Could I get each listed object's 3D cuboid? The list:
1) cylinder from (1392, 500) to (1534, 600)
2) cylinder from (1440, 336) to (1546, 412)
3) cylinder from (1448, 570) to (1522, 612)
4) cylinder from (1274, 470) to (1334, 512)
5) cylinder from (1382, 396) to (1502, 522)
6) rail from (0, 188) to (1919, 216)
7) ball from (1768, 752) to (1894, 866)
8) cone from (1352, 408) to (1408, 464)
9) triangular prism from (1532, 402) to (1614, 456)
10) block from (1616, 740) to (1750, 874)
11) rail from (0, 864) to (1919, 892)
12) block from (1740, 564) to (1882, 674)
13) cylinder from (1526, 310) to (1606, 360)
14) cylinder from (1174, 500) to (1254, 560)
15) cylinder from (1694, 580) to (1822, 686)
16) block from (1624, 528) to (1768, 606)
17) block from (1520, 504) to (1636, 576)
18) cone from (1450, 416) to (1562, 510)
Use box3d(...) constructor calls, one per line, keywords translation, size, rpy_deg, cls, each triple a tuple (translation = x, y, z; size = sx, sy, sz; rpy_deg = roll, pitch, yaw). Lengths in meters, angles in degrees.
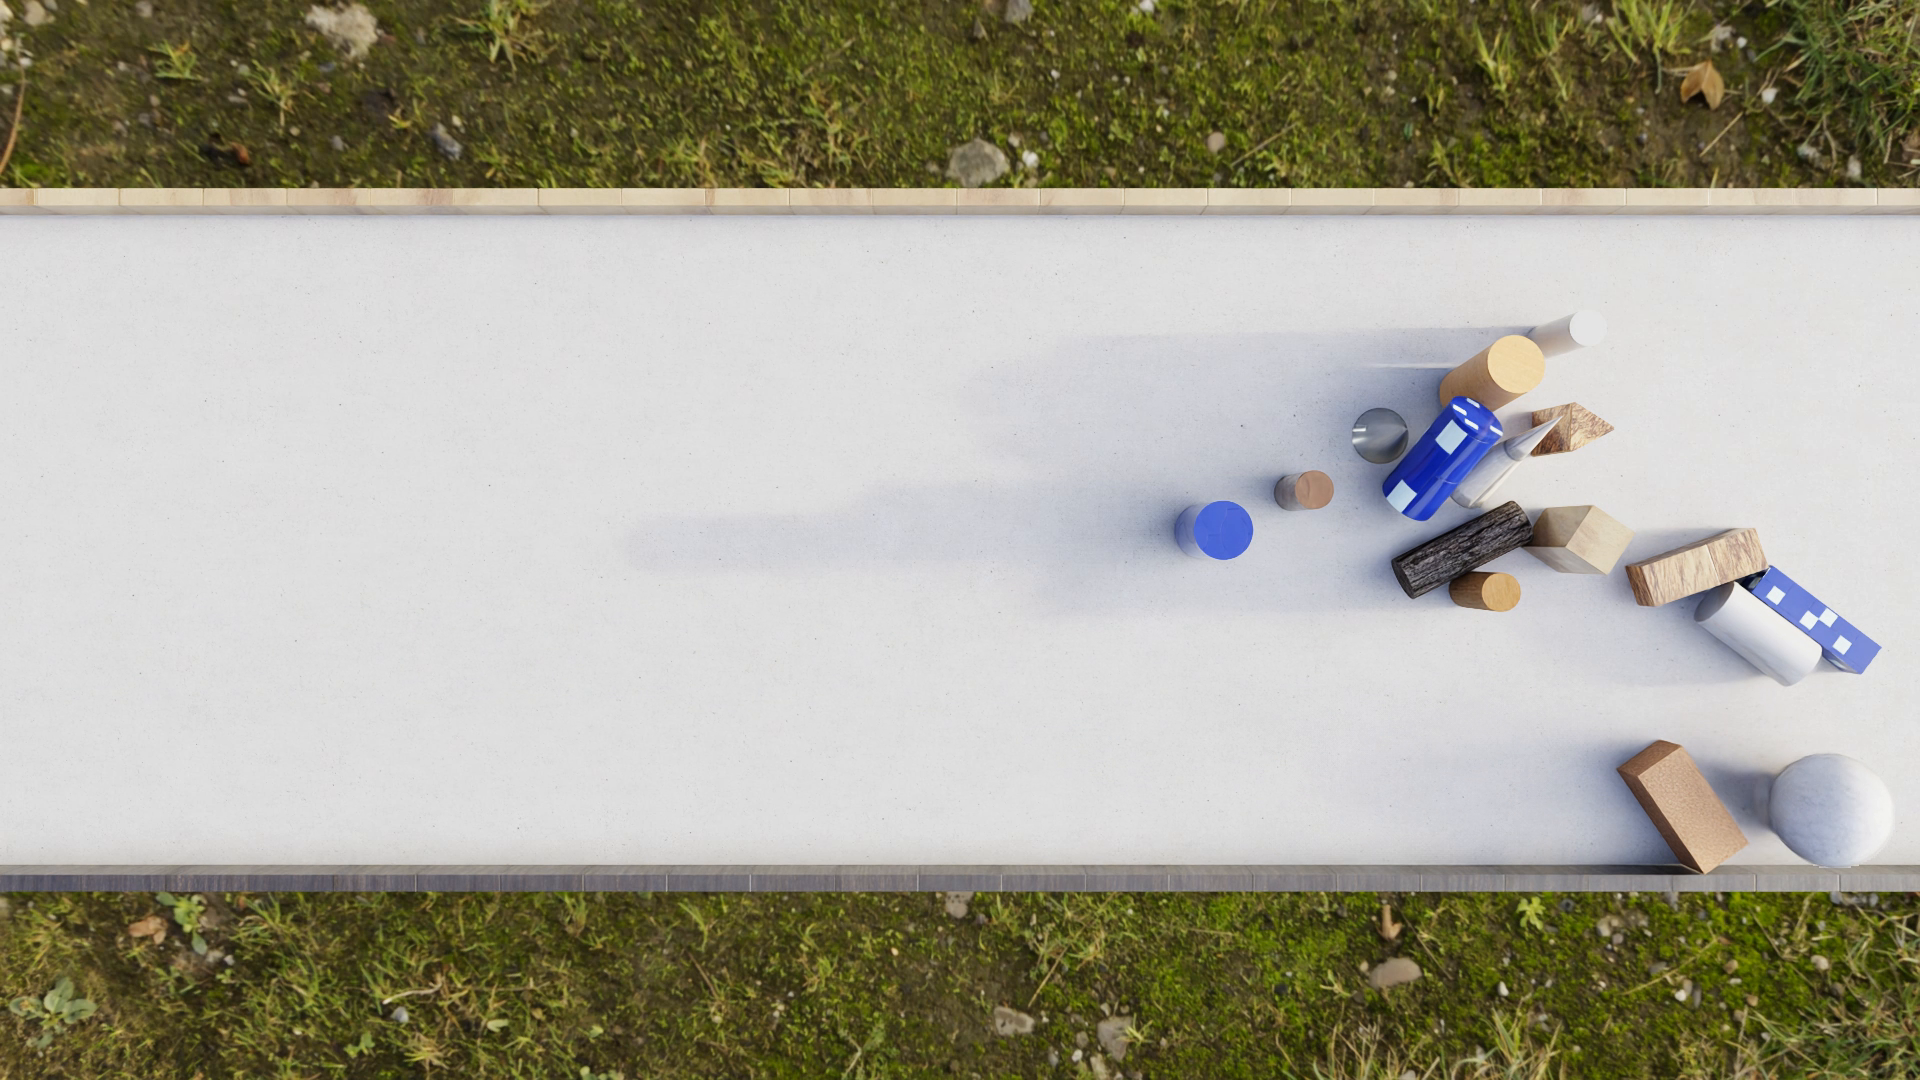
box3d(translation=(1.525, 0.030, 5.008), size=(0.402, 0.137, 0.137), rpy_deg=(-26, 90, 0), cls="cylinder")
box3d(translation=(1.571, -0.474, 4.885), size=(0.171, 0.358, 0.171), rpy_deg=(1, 81, -6), cls="cylinder")
box3d(translation=(1.561, 0.151, 4.915), size=(0.113, 0.322, 0.113), rpy_deg=(0, 90, 0), cls="cylinder")
box3d(translation=(1.023, -0.145, 4.917), size=(0.113, 0.319, 0.113), rpy_deg=(0, 90, 0), cls="cylinder")
box3d(translation=(1.429, -0.240, 4.898), size=(0.176, 0.176, 0.352), rpy_deg=(31, 129, 0), cls="cylinder")
box3d(translation=(-2.247, -1.025, 5.002), size=(12.000, 0.150, 0.050), rpy_deg=(0, 90, 0), cls="rail")
box3d(translation=(2.590, 0.802, 4.910), size=(0.332, 0.332, 0.332), rpy_deg=(0, 90, 0), cls="ball")
box3d(translation=(1.294, -0.320, 4.920), size=(0.174, 0.313, 0.174), rpy_deg=(0, 90, 0), cls="cone")
box3d(translation=(1.794, -0.343, 4.912), size=(0.140, 0.329, 0.121), rpy_deg=(-28, 90, 0), cls="triangular prism")
box3d(translation=(2.186, 0.805, 4.996), size=(0.162, 0.162, 0.355), rpy_deg=(-35, 90, 0), cls="block")
box3d(translation=(-2.247, 1.025, 5.001), size=(12.000, 0.150, 0.050), rpy_deg=(0, 90, 0), cls="rail")
box3d(translation=(2.583, 0.241, 5.025), size=(0.414, 0.104, 0.104), rpy_deg=(37, 90, 0), cls="block")
box3d(translation=(1.794, -0.607, 4.894), size=(0.106, 0.366, 0.106), rpy_deg=(0, 90, 0), cls="cylinder")
box3d(translation=(0.744, -0.027, 4.865), size=(0.168, 0.423, 0.168), rpy_deg=(0, 90, 0), cls="cylinder")
box3d(translation=(2.414, 0.281, 4.995), size=(0.326, 0.164, 0.164), rpy_deg=(37, 90, 0), cls="cylinder")
box3d(translation=(2.237, 0.082, 5.013), size=(0.361, 0.127, 0.127), rpy_deg=(-19, 90, 0), cls="block")
box3d(translation=(1.823, 0.000, 4.885), size=(0.145, 0.383, 0.145), rpy_deg=(34, 90, 0), cls="block")
box3d(translation=(1.623, -0.259, 4.846), size=(0.157, 0.450, 0.157), rpy_deg=(10, 61, -19), cls="cone")
